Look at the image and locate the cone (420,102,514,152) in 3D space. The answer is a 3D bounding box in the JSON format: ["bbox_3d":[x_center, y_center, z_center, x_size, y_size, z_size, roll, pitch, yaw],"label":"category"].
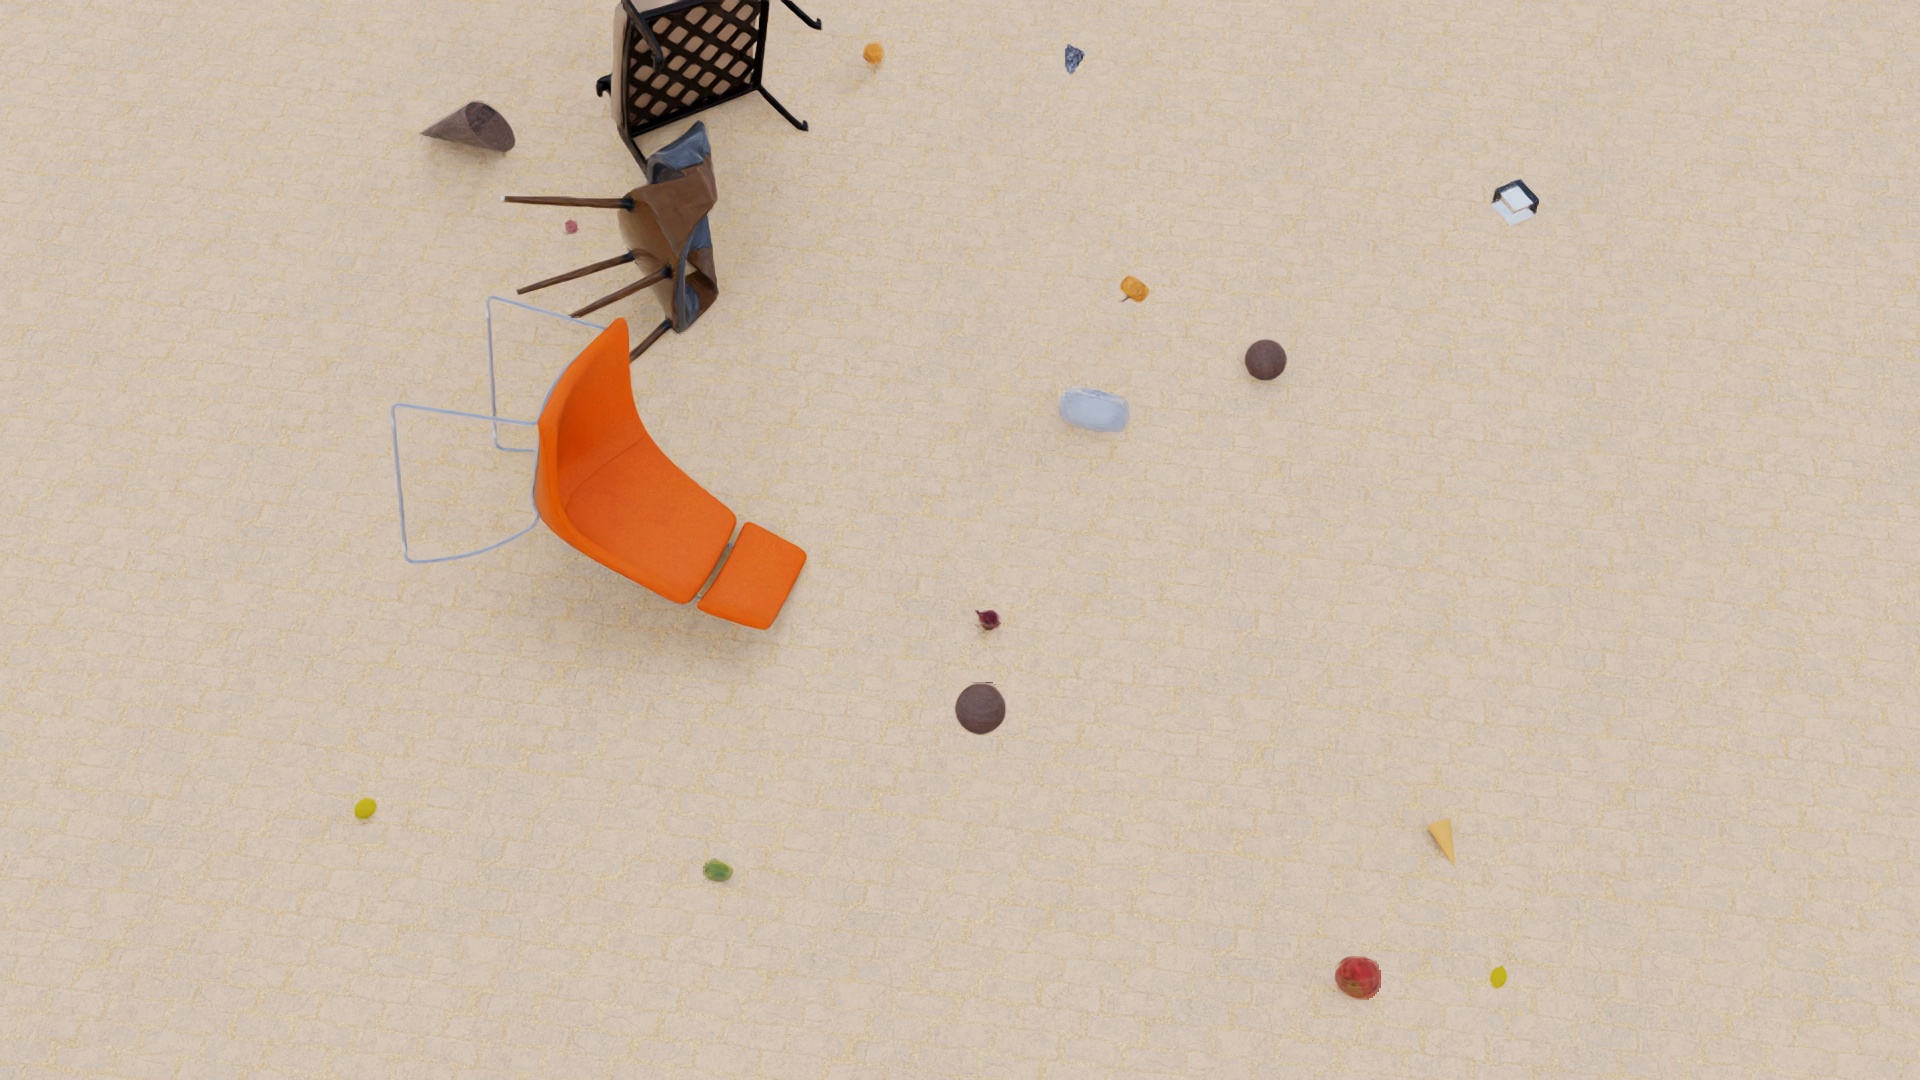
[{"bbox_3d":[-1.710,-1.383,7.432,0.311,0.264,0.130,0,73,27],"label":"cone"}]

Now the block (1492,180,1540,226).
[{"bbox_3d":[1.839,-1.118,7.280,0.099,0.074,0.109,-24,59,-15],"label":"block"}]

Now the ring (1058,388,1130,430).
[{"bbox_3d":[0.411,-0.403,6.751,0.226,0.101,0.170,10,14,-12],"label":"ring"}]

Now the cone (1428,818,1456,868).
[{"bbox_3d":[1.328,0.834,5.995,0.065,0.067,0.134,-6,69,-28],"label":"cone"}]

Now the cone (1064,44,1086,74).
[{"bbox_3d":[0.384,-1.570,7.133,0.069,0.108,0.059,-29,52,-27],"label":"cone"}]
